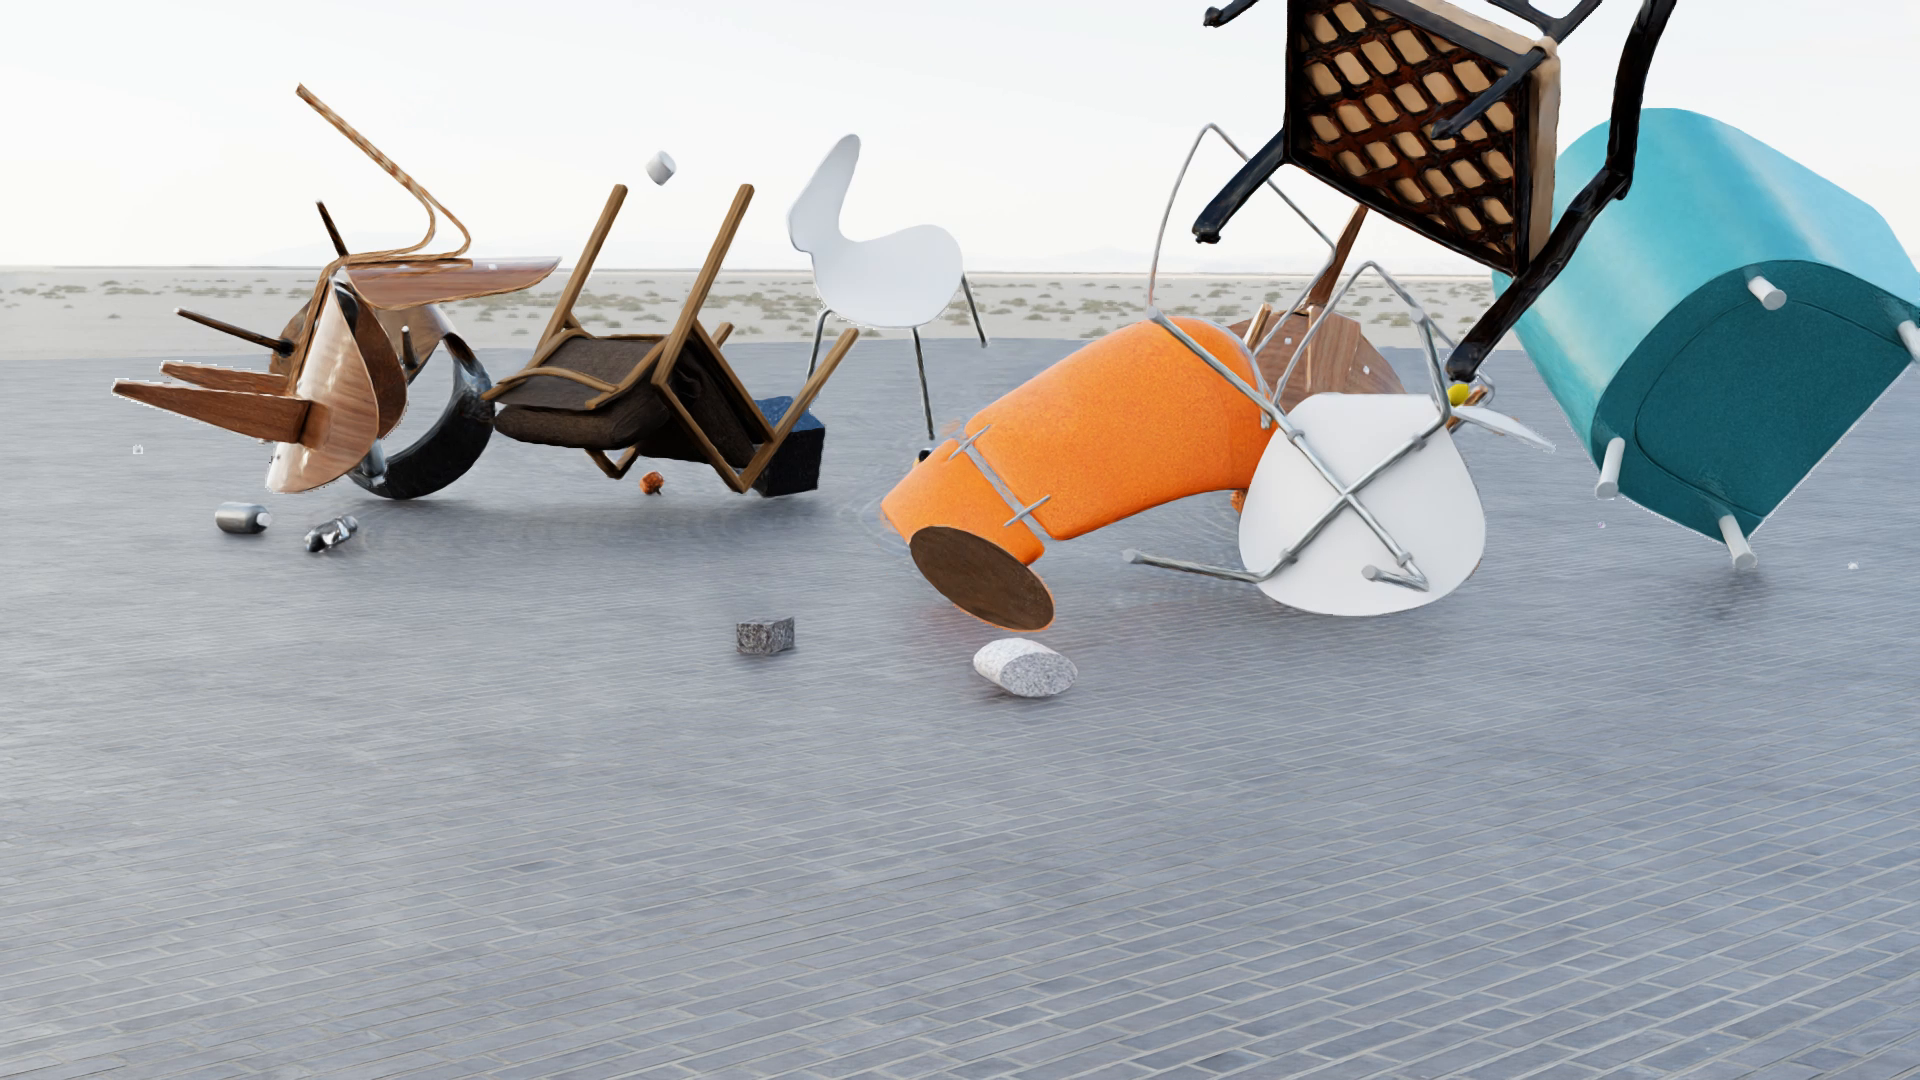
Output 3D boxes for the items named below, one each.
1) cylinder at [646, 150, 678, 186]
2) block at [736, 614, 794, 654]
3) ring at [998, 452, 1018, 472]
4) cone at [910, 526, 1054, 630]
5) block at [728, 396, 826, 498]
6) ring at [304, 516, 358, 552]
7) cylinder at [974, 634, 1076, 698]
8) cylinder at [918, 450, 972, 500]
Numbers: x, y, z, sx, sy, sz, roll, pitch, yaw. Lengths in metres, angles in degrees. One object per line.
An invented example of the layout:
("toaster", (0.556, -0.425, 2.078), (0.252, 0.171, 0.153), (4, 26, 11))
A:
("cylinder", (-0.799, -0.995, 6.857), (0.060, 0.075, 0.050), (-39, -10, 33))
("block", (-0.344, 0.167, 4.543), (0.062, 0.051, 0.118), (2, 6, 17))
("ring", (0.161, -0.265, 8.667), (0.072, 0.066, 0.033), (-12, 4, 2))
("cone", (0.054, 0.036, 4.450), (0.275, 0.125, 0.265), (31, 15, 0))
("block", (-0.548, -0.279, 7.663), (0.181, 0.212, 0.213), (-11, 35, -34))
("ring", (-1.501, -0.014, 6.123), (0.133, 0.050, 0.150), (-28, 1, 3))
("cylinder", (0.103, 0.201, 4.044), (0.146, 0.073, 0.080), (-2, 29, -23))
("cylinder", (-0.044, -0.191, 7.500), (0.071, 0.155, 0.147), (-23, -12, 33))
